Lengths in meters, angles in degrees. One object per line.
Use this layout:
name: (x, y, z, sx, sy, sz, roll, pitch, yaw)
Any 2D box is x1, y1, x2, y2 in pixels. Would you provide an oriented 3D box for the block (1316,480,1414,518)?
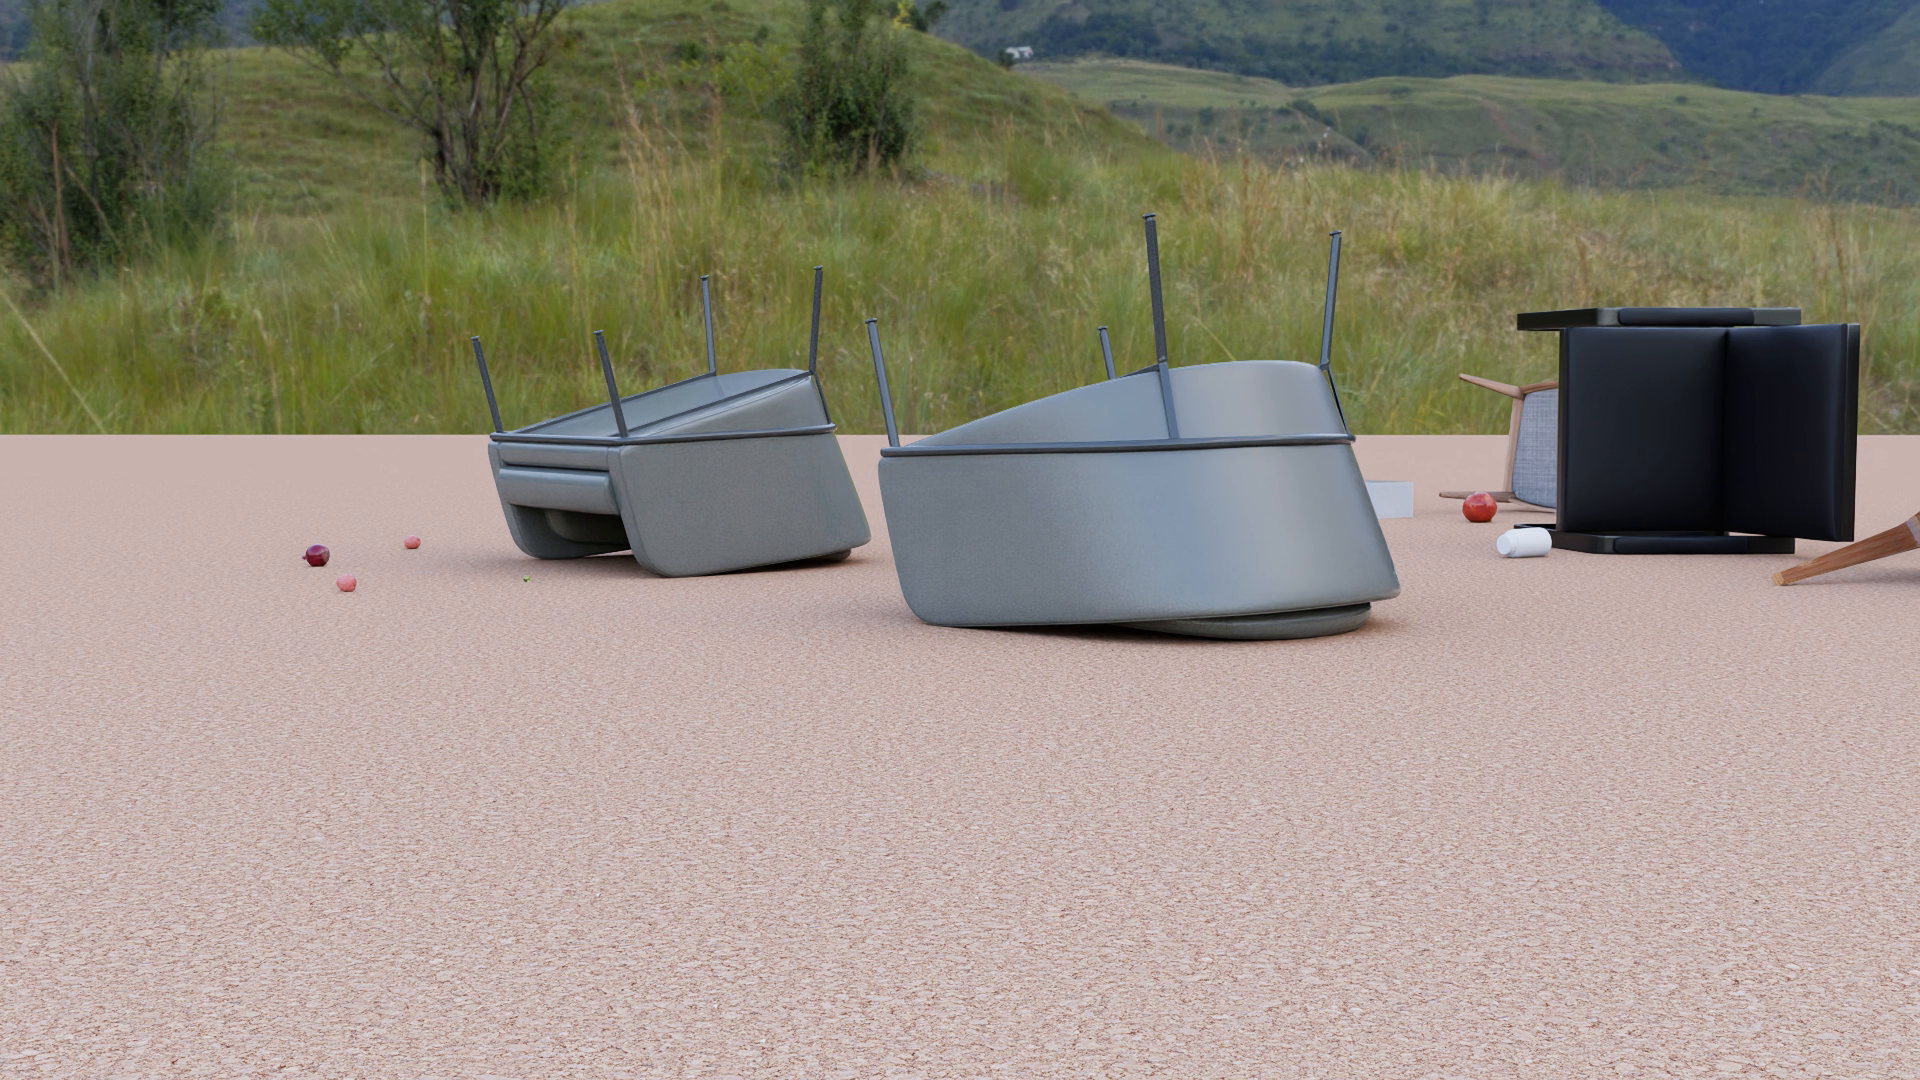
block: (1.432, -0.147, 7.778, 0.187, 0.123, 0.286, -3, 5, -35)

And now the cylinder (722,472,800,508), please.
cylinder: (-0.765, -0.194, 8.428, 0.295, 0.129, 0.300, 3, 5, 38)

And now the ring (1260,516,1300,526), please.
ring: (1.057, -0.064, 7.274, 0.120, 0.028, 0.149, -3, 4, -26)

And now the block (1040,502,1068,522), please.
block: (0.322, -0.097, 7.535, 0.075, 0.058, 0.079, -2, 4, -23)

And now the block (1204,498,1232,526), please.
block: (0.860, -0.094, 7.322, 0.055, 0.081, 0.125, 2, 4, 24)

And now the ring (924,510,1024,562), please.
ring: (0.037, -0.008, 5.658, 0.281, 0.097, 0.186, 3, -22, -28)
